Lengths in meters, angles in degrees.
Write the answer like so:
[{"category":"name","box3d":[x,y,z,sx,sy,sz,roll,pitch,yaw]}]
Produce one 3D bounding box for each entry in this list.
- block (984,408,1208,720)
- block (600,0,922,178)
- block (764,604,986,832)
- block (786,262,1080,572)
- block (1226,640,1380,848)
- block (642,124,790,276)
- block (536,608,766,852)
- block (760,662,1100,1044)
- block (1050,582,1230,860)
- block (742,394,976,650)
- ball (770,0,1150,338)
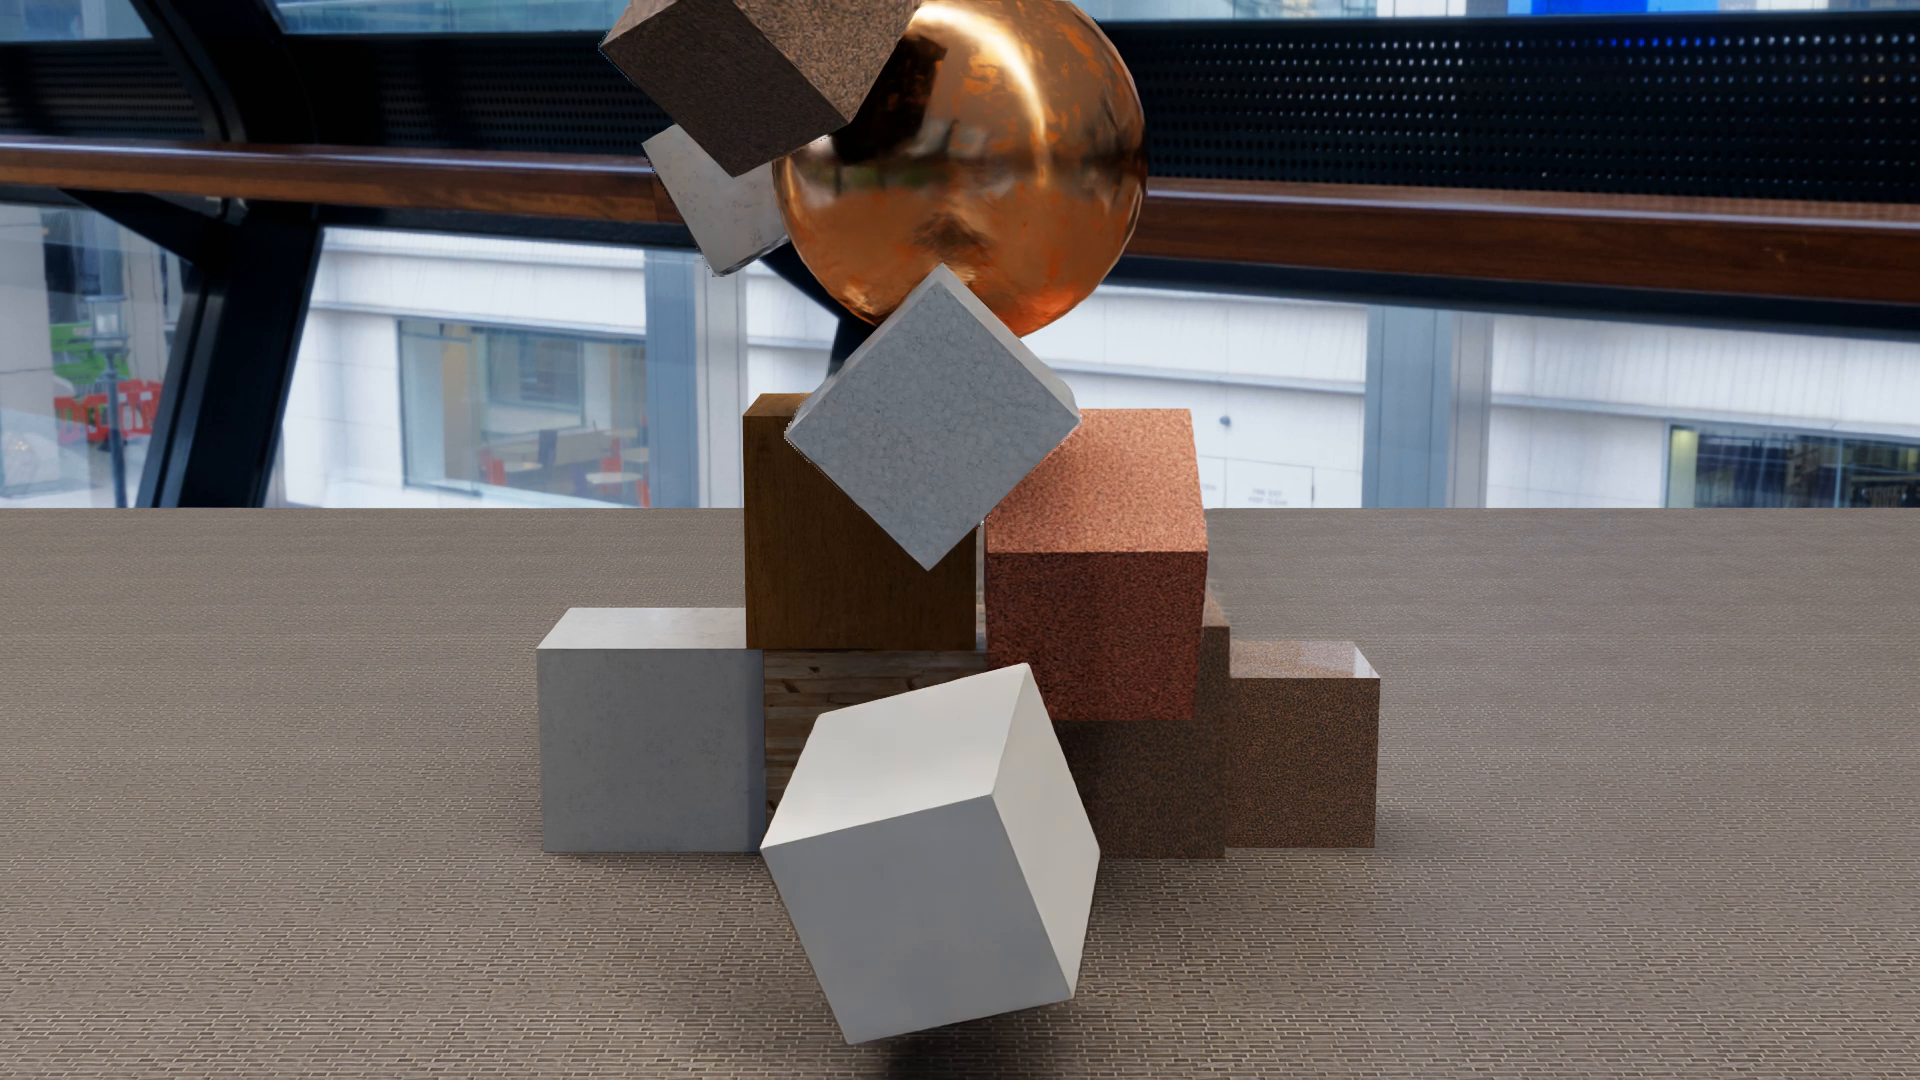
[{"category":"block","box3d":[0.598,0.112,10.218,0.956,1.053,1.000,0,42,0]},{"category":"block","box3d":[-0.711,-2.012,8.324,0.736,0.852,0.718,-13,-47,48]},{"category":"block","box3d":[-0.394,0.961,11.369,1.125,1.041,1.123,0,10,0]},{"category":"block","box3d":[-0.090,-0.467,8.030,0.698,0.760,0.729,44,9,-8]},{"category":"block","box3d":[1.702,1.042,11.377,0.764,0.878,0.816,0,10,0]},{"category":"block","box3d":[-1.031,-1.731,10.543,0.644,0.691,0.714,-29,6,2]},{"category":"block","box3d":[-1.525,0.960,11.369,1.116,1.043,0.956,0,10,0]},{"category":"block","box3d":[-0.078,1.192,8.472,0.904,0.897,1.006,-15,21,16]},{"category":"block","box3d":[0.749,0.894,11.348,1.130,1.181,1.166,0,10,0]},{"category":"block","box3d":[-0.483,-0.116,11.159,1.127,1.151,0.970,0,10,0]},{"category":"ball","box3d":[0.000,-1.616,9.325,1.600,1.600,1.600,0,10,0]}]
